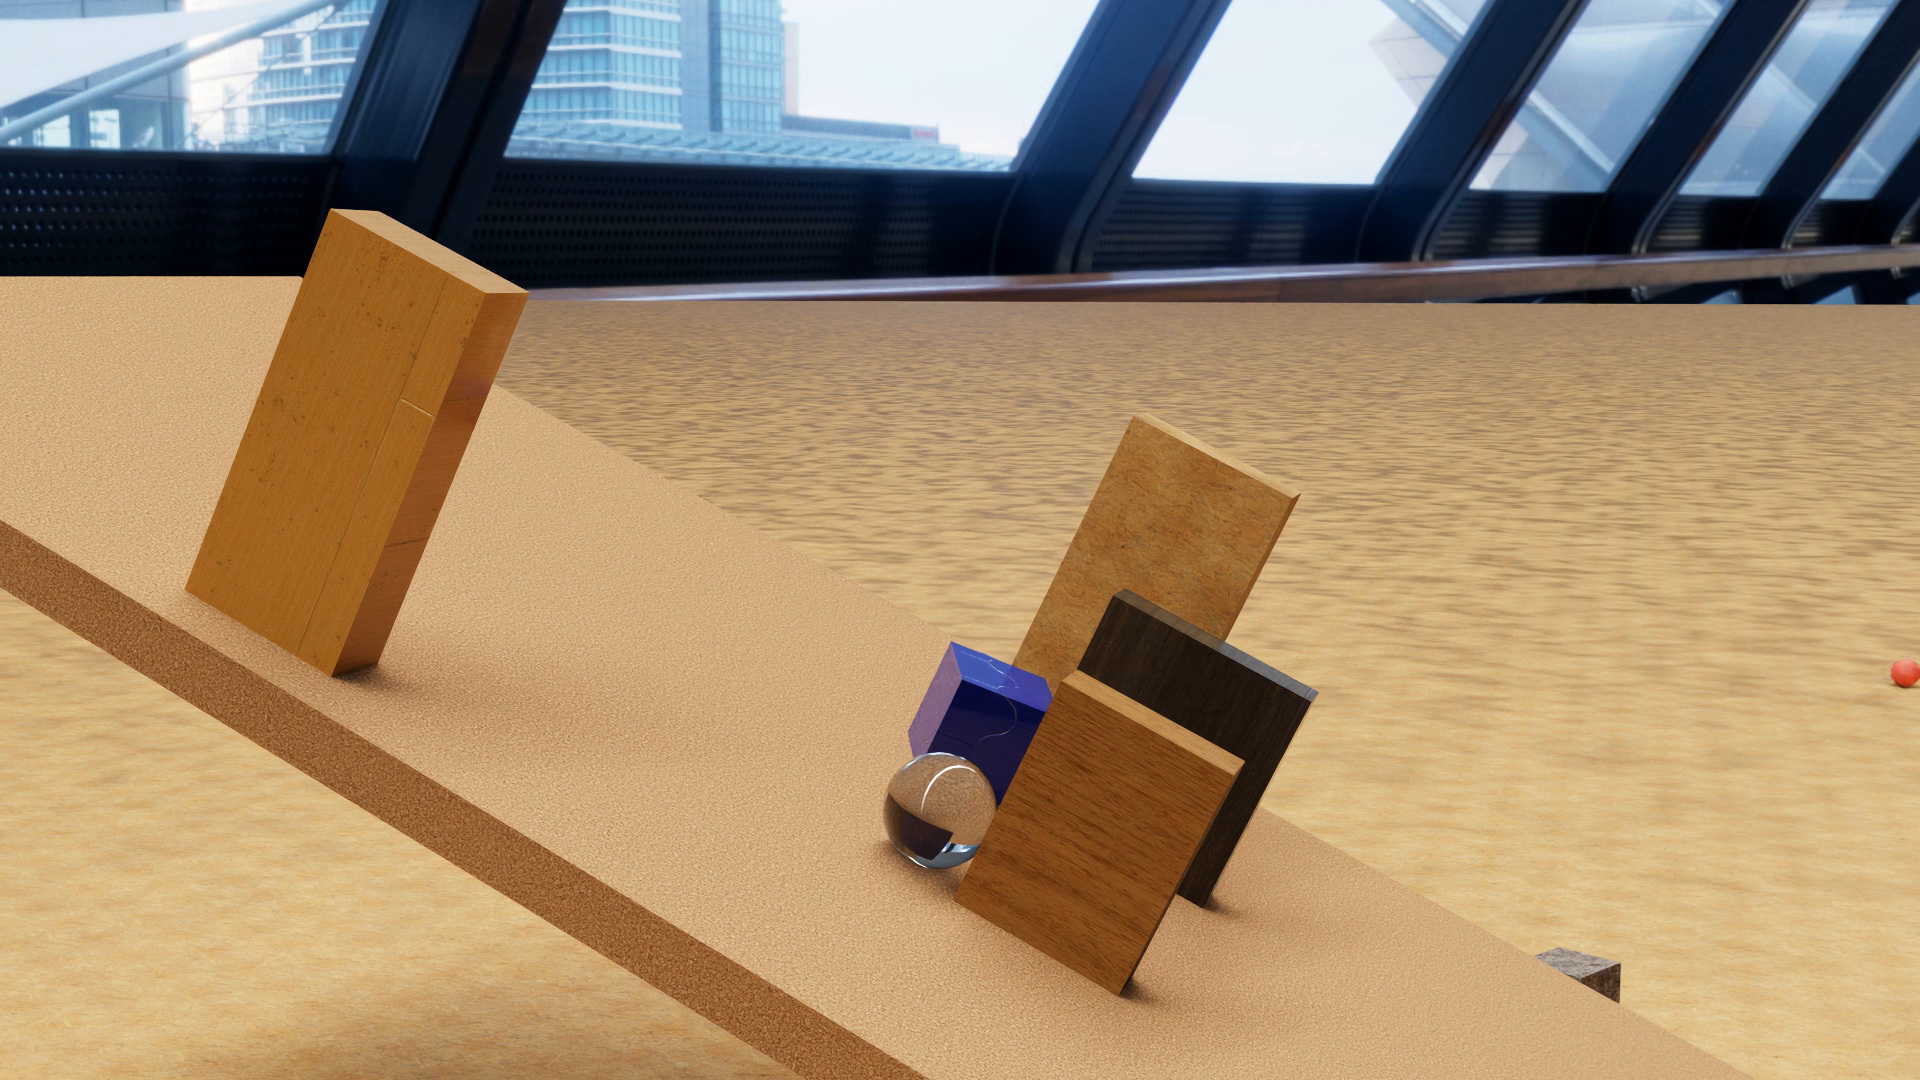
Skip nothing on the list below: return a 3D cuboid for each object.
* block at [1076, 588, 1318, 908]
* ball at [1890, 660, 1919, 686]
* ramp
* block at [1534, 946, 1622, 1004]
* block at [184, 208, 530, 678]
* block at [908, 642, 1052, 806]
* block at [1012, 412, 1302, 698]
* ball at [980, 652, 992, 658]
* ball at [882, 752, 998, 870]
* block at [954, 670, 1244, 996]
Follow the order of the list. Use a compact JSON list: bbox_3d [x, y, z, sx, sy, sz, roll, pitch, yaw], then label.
[{"bbox_3d":[0.391,0.398,4.224,0.421,0.457,0.101,28,14,12],"label":"block"},{"bbox_3d":[4.261,0.599,9.909,0.124,0.124,0.124,0,7,0],"label":"ball"},{"bbox_3d":[-0.252,0.426,4.164,4.000,0.100,2.000,28,14,12],"label":"ramp"},{"bbox_3d":[1.489,1.117,5.380,0.174,0.174,0.174,-6,9,-41],"label":"block"},{"bbox_3d":[-0.951,-0.152,3.457,0.292,0.664,0.136,28,14,12],"label":"block"},{"bbox_3d":[0.044,0.360,4.279,0.208,0.208,0.208,22,14,-13],"label":"block"},{"bbox_3d":[0.375,0.144,4.572,0.363,0.726,0.125,28,14,12],"label":"block"},{"bbox_3d":[0.030,0.299,4.662,0.125,0.125,0.125,0,7,0],"label":"ball"},{"bbox_3d":[-0.035,0.463,3.769,0.200,0.200,0.200,0,7,0],"label":"ball"},{"bbox_3d":[0.230,0.486,3.668,0.318,0.428,0.108,28,14,12],"label":"block"}]
